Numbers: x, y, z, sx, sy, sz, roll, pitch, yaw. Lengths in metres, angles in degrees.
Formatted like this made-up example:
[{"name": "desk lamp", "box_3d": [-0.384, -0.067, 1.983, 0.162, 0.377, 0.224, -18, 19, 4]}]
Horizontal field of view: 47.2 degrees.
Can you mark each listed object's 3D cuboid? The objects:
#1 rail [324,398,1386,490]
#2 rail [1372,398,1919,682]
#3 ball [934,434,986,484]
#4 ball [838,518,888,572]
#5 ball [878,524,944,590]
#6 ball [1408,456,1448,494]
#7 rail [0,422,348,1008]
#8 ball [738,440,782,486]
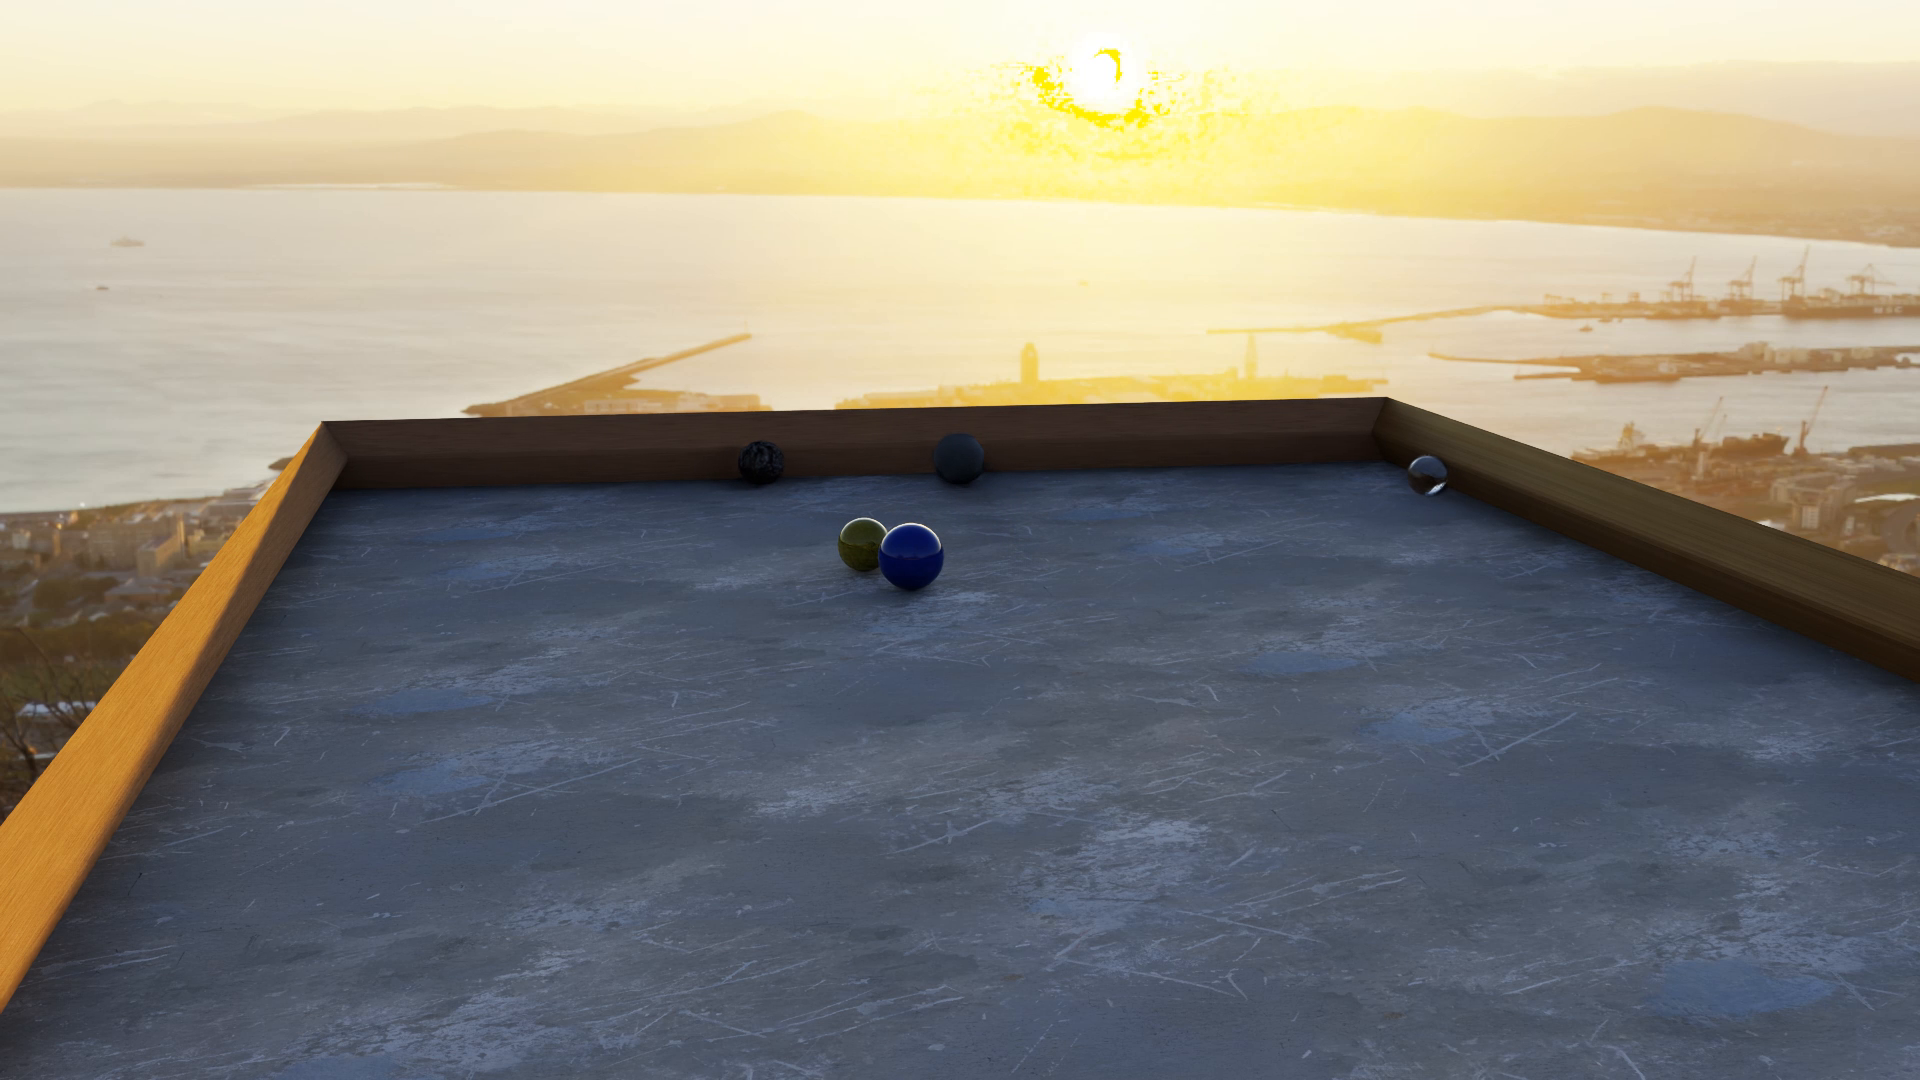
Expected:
[{"name": "rail", "box_3d": [-0.145, -0.173, 3.923, 1.922, 0.118, 0.045, -2, 11, -10]}, {"name": "rail", "box_3d": [1.072, 0.111, 2.449, 0.045, 0.118, 3.428, -2, 11, -10]}, {"name": "ball", "box_3d": [-0.001, -0.141, 3.838, 0.089, 0.089, 0.089, 0, 11, 0]}, {"name": "ball", "box_3d": [-0.135, 0.007, 3.106, 0.076, 0.076, 0.076, 0, 11, 0]}, {"name": "ball", "box_3d": [-0.067, 0.023, 2.984, 0.091, 0.091, 0.091, 0, 11, 0]}, {"name": "ball", "box_3d": [0.794, -0.110, 3.737, 0.066, 0.066, 0.066, 0, 11, 0]}, {"name": "rail", "box_3d": [-0.774, 0.172, 2.128, 0.045, 0.118, 3.428, -2, 11, -10]}, {"name": "ball", "box_3d": [-0.348, -0.134, 3.835, 0.077, 0.077, 0.077, 0, 11, 0]}]
